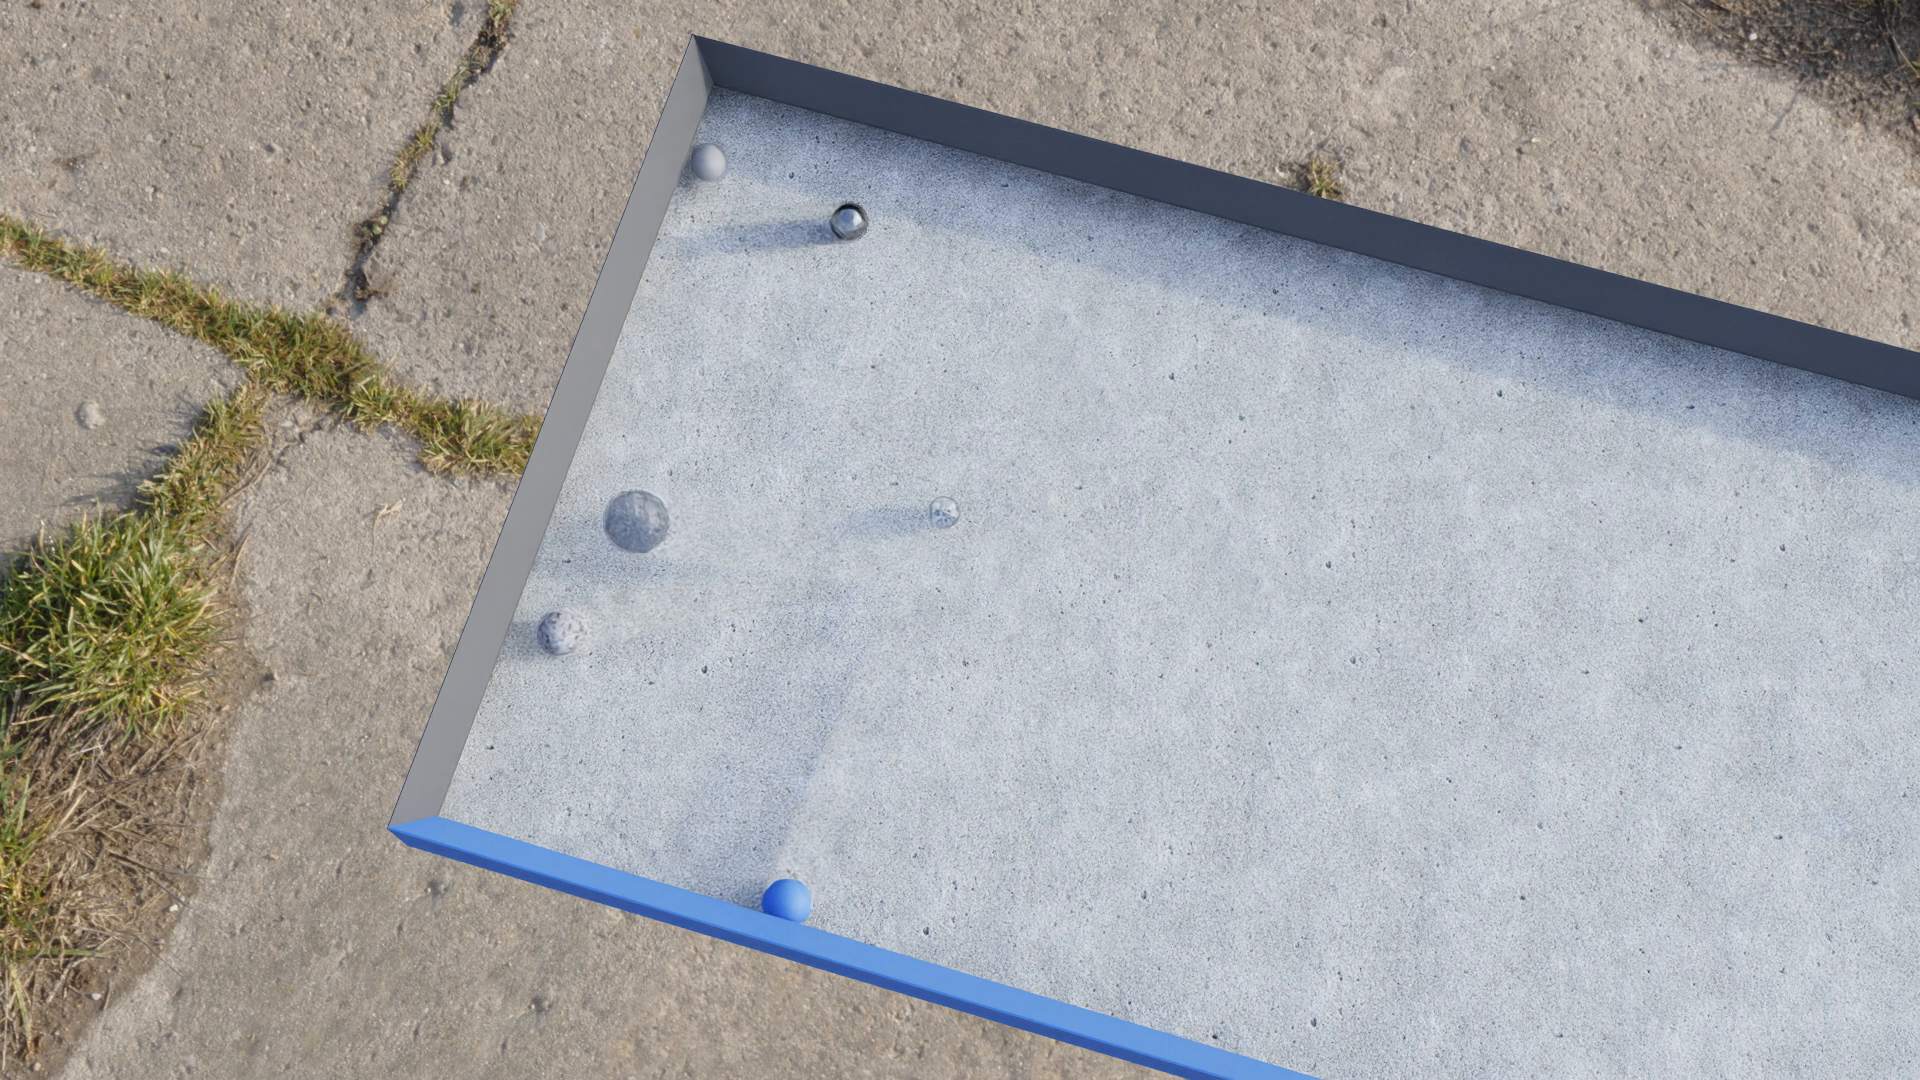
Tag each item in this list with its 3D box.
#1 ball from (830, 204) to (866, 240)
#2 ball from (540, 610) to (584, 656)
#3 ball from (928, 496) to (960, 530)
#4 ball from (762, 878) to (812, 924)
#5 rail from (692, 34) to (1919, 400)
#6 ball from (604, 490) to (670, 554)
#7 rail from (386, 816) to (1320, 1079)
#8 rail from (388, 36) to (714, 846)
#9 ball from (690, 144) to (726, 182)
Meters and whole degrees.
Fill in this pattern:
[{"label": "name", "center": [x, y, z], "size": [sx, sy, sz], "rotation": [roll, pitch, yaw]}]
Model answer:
[{"label": "ball", "center": [-0.183, -0.521, 3.607], "size": [0.060, 0.060, 0.060], "rotation": [0, 71, 0]}, {"label": "ball", "center": [-0.611, 0.142, 3.373], "size": [0.069, 0.069, 0.069], "rotation": [0, 71, 0]}, {"label": "ball", "center": [-0.025, -0.043, 3.446], "size": [0.052, 0.052, 0.052], "rotation": [0, 71, 0]}, {"label": "ball", "center": [-0.254, 0.535, 3.235], "size": [0.073, 0.073, 0.073], "rotation": [0, 71, 0]}, {"label": "rail", "center": [0.822, -0.436, 3.540], "size": [2.646, 0.129, 0.045], "rotation": [16, 72, 5]}, {"label": "ball", "center": [-0.501, -0.028, 3.416], "size": [0.099, 0.099, 0.099], "rotation": [0, 71, 0]}, {"label": "rail", "center": [0.446, 0.770, 3.123], "size": [2.646, 0.129, 0.045], "rotation": [16, 72, 5]}, {"label": "rail", "center": [-0.612, -0.180, 3.451], "size": [0.045, 0.129, 1.377], "rotation": [16, 72, 5]}, {"label": "ball", "center": [-0.417, -0.625, 3.643], "size": [0.059, 0.059, 0.059], "rotation": [0, 71, 0]}]
